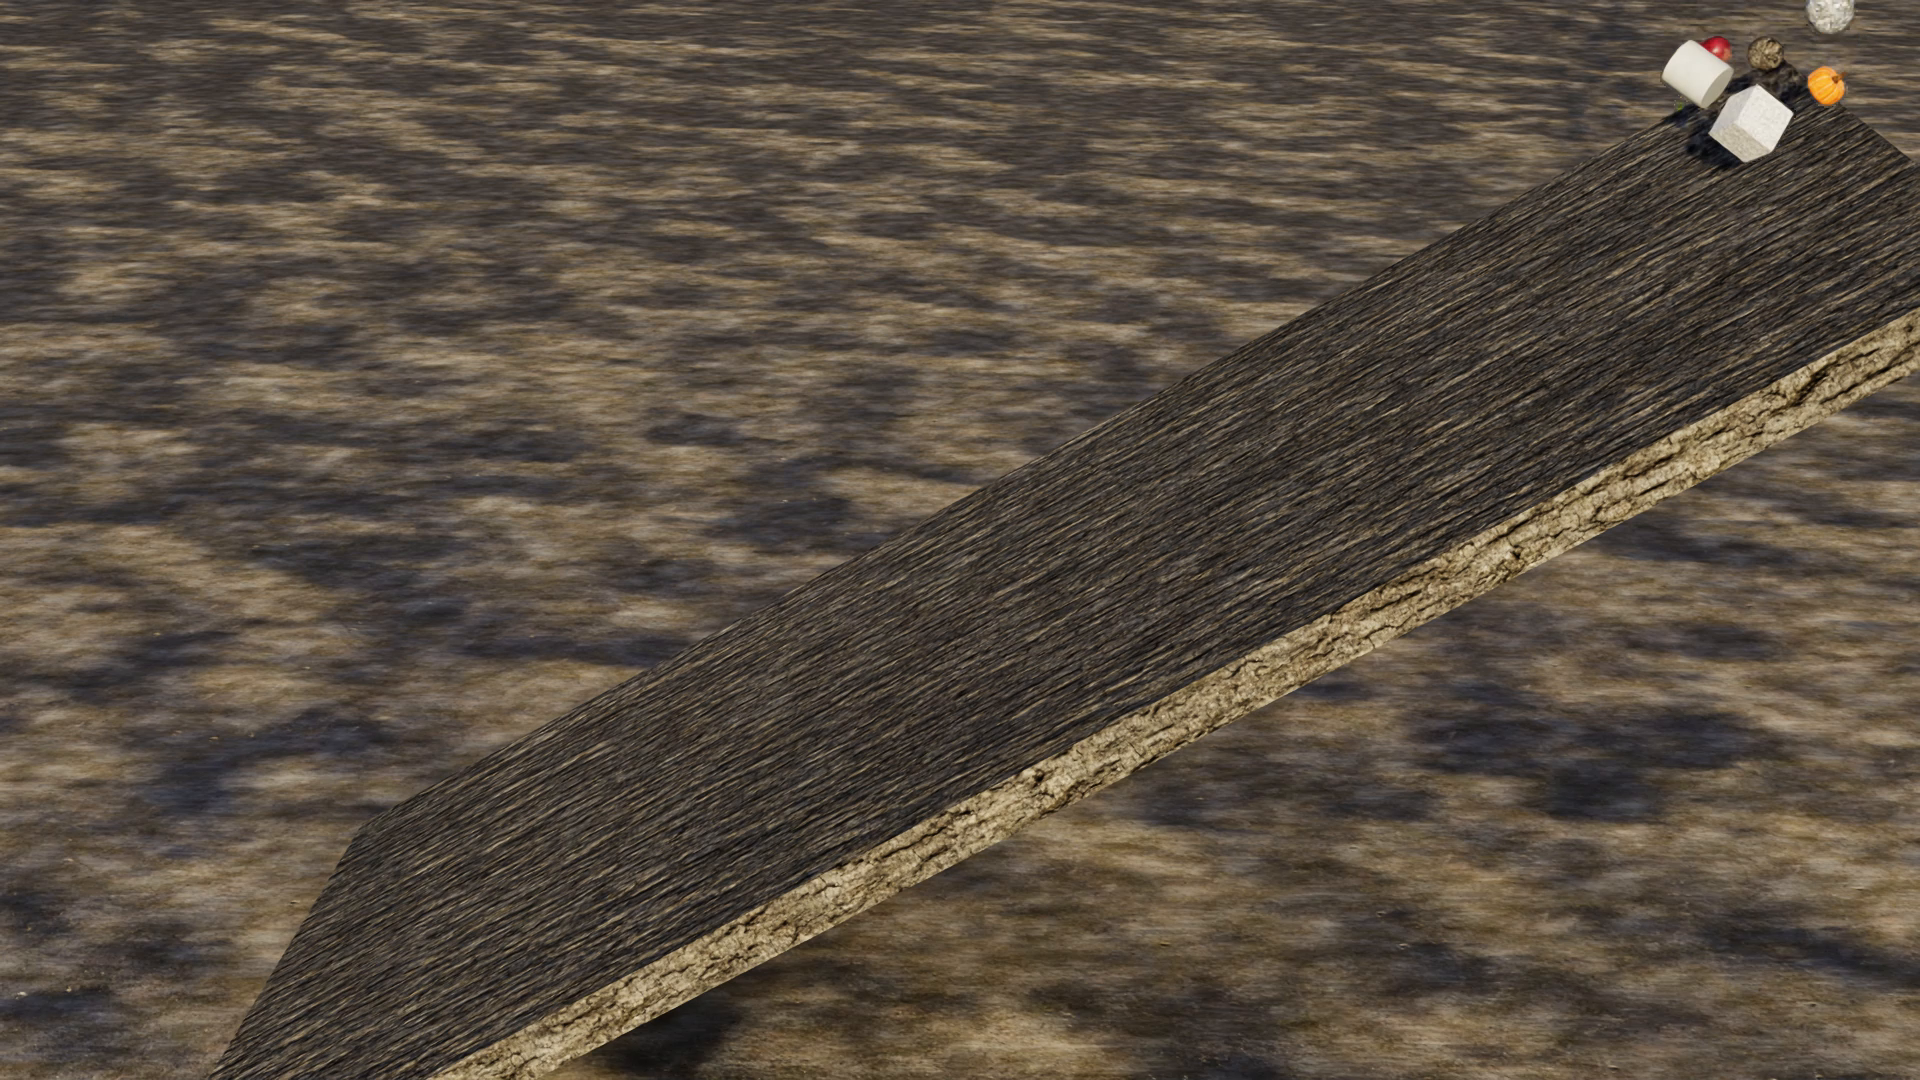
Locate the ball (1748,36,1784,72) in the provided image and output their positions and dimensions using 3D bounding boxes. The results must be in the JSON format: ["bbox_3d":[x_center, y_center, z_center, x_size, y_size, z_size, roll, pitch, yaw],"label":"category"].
[{"bbox_3d":[1.613,-0.973,5.890,0.071,0.071,0.071,0,19,0],"label":"ball"}]

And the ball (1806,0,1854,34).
[{"bbox_3d":[1.639,-0.998,5.540,0.090,0.090,0.090,0,19,0],"label":"ball"}]

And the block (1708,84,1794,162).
[{"bbox_3d":[1.501,-0.790,5.580,0.093,0.093,0.093,35,-15,-11],"label":"block"}]

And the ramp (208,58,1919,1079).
[{"bbox_3d":[0.142,0.168,6.285,4.000,0.100,2.000,-28,15,12],"label":"ramp"}]
